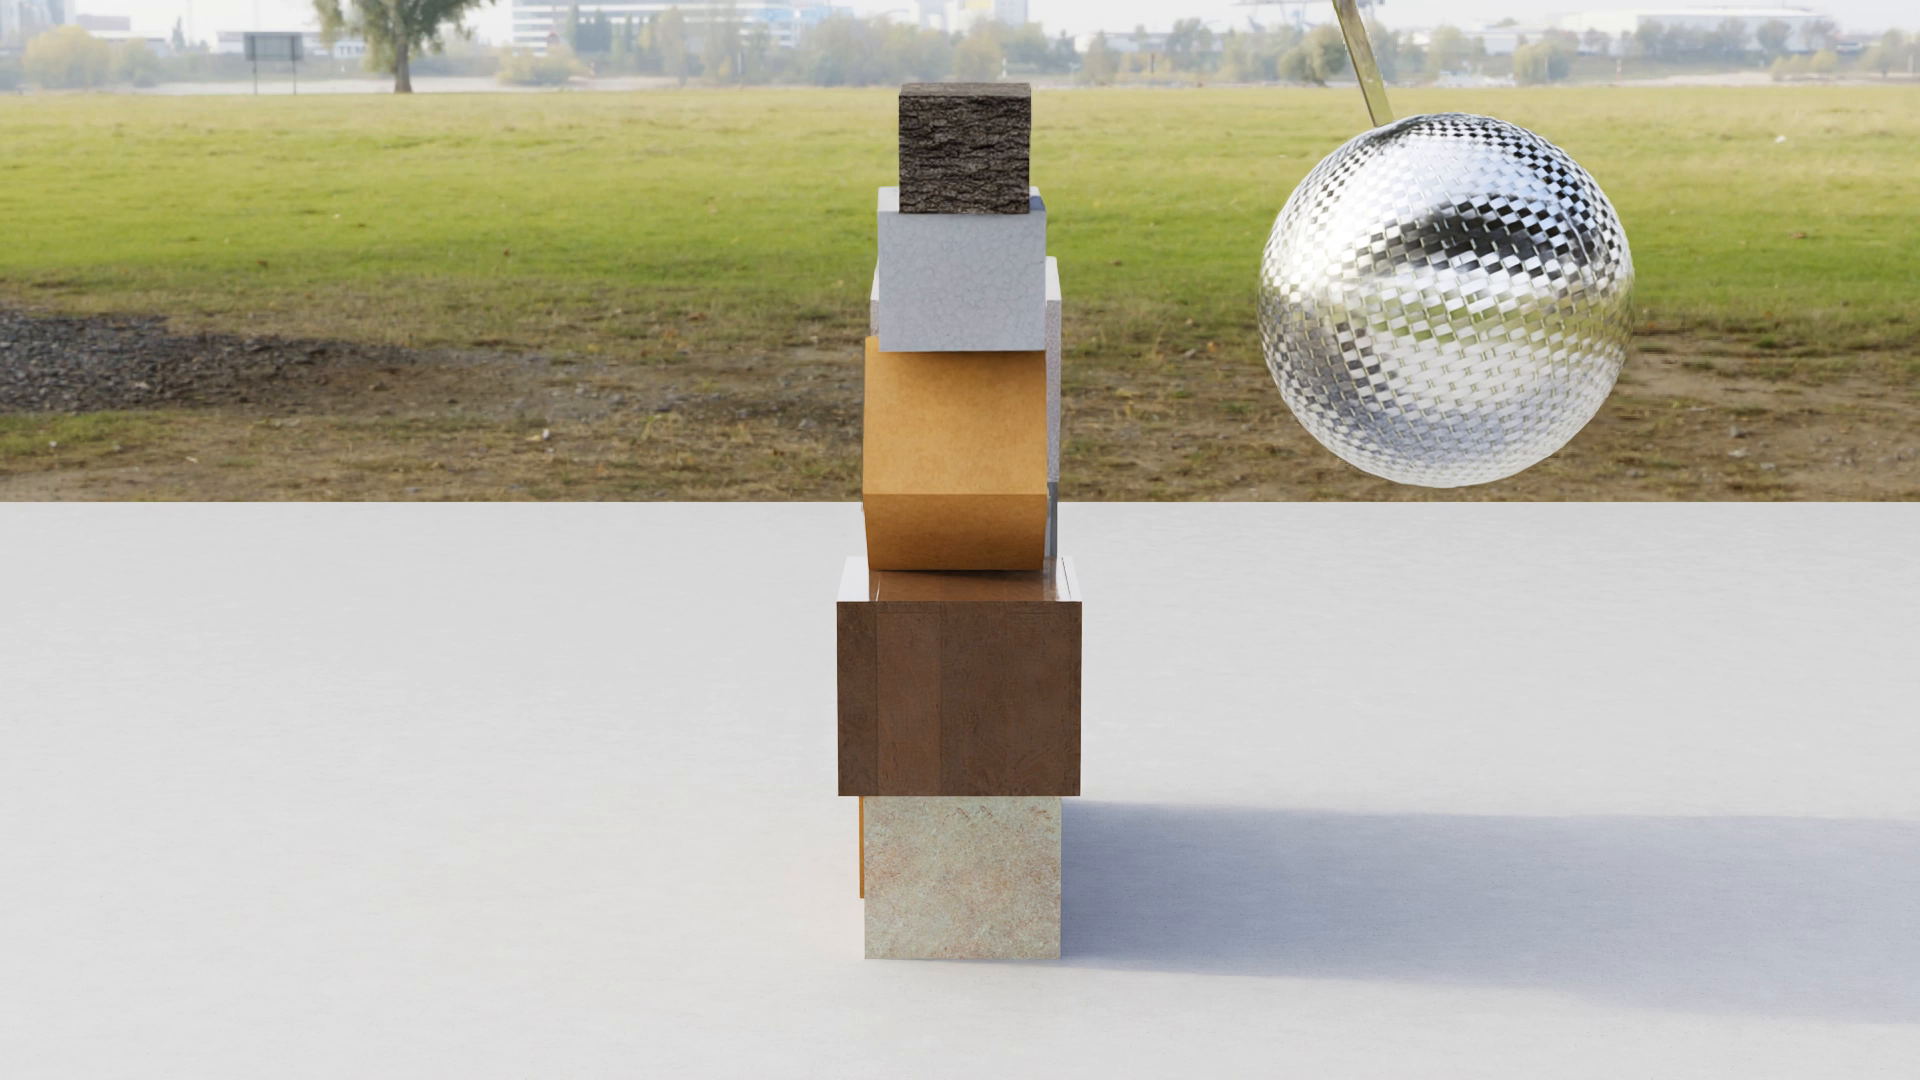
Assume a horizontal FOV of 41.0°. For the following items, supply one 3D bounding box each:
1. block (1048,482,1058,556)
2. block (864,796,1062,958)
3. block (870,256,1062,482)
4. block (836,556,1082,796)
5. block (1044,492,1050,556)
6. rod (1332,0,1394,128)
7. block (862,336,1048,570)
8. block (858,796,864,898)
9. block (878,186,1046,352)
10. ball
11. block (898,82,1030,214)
[{"bbox_3d":[0.012,-0.003,12.086,0.859,0.914,0.941,0,7,0],"label":"block"},{"bbox_3d":[0.010,1.260,10.619,0.786,0.722,0.755,0,10,0],"label":"block"},{"bbox_3d":[0.028,-0.771,11.412,0.811,0.809,0.823,0,19,0],"label":"block"},{"bbox_3d":[-0.003,0.536,10.406,0.947,0.779,0.926,0,10,0],"label":"block"},{"bbox_3d":[0.011,0.172,11.204,0.735,0.844,0.754,0,10,0],"label":"block"},{"bbox_3d":[0.899,-4.162,10.424,0.080,5.200,0.080,-20,10,4],"label":"rod"},{"bbox_3d":[-0.017,-0.344,10.359,0.716,0.703,0.682,0,-26,0],"label":"block"},{"bbox_3d":[-0.013,1.026,11.395,0.840,0.905,0.836,0,10,0],"label":"block"},{"bbox_3d":[-0.001,-1.083,10.172,0.644,0.545,0.644,0,16,-1],"label":"block"},{"bbox_3d":[2.074,-1.023,10.994,1.600,1.600,1.600,0,10,0],"label":"ball"},{"bbox_3d":[0.020,-1.511,9.872,0.494,0.443,0.465,0,16,1],"label":"block"}]
